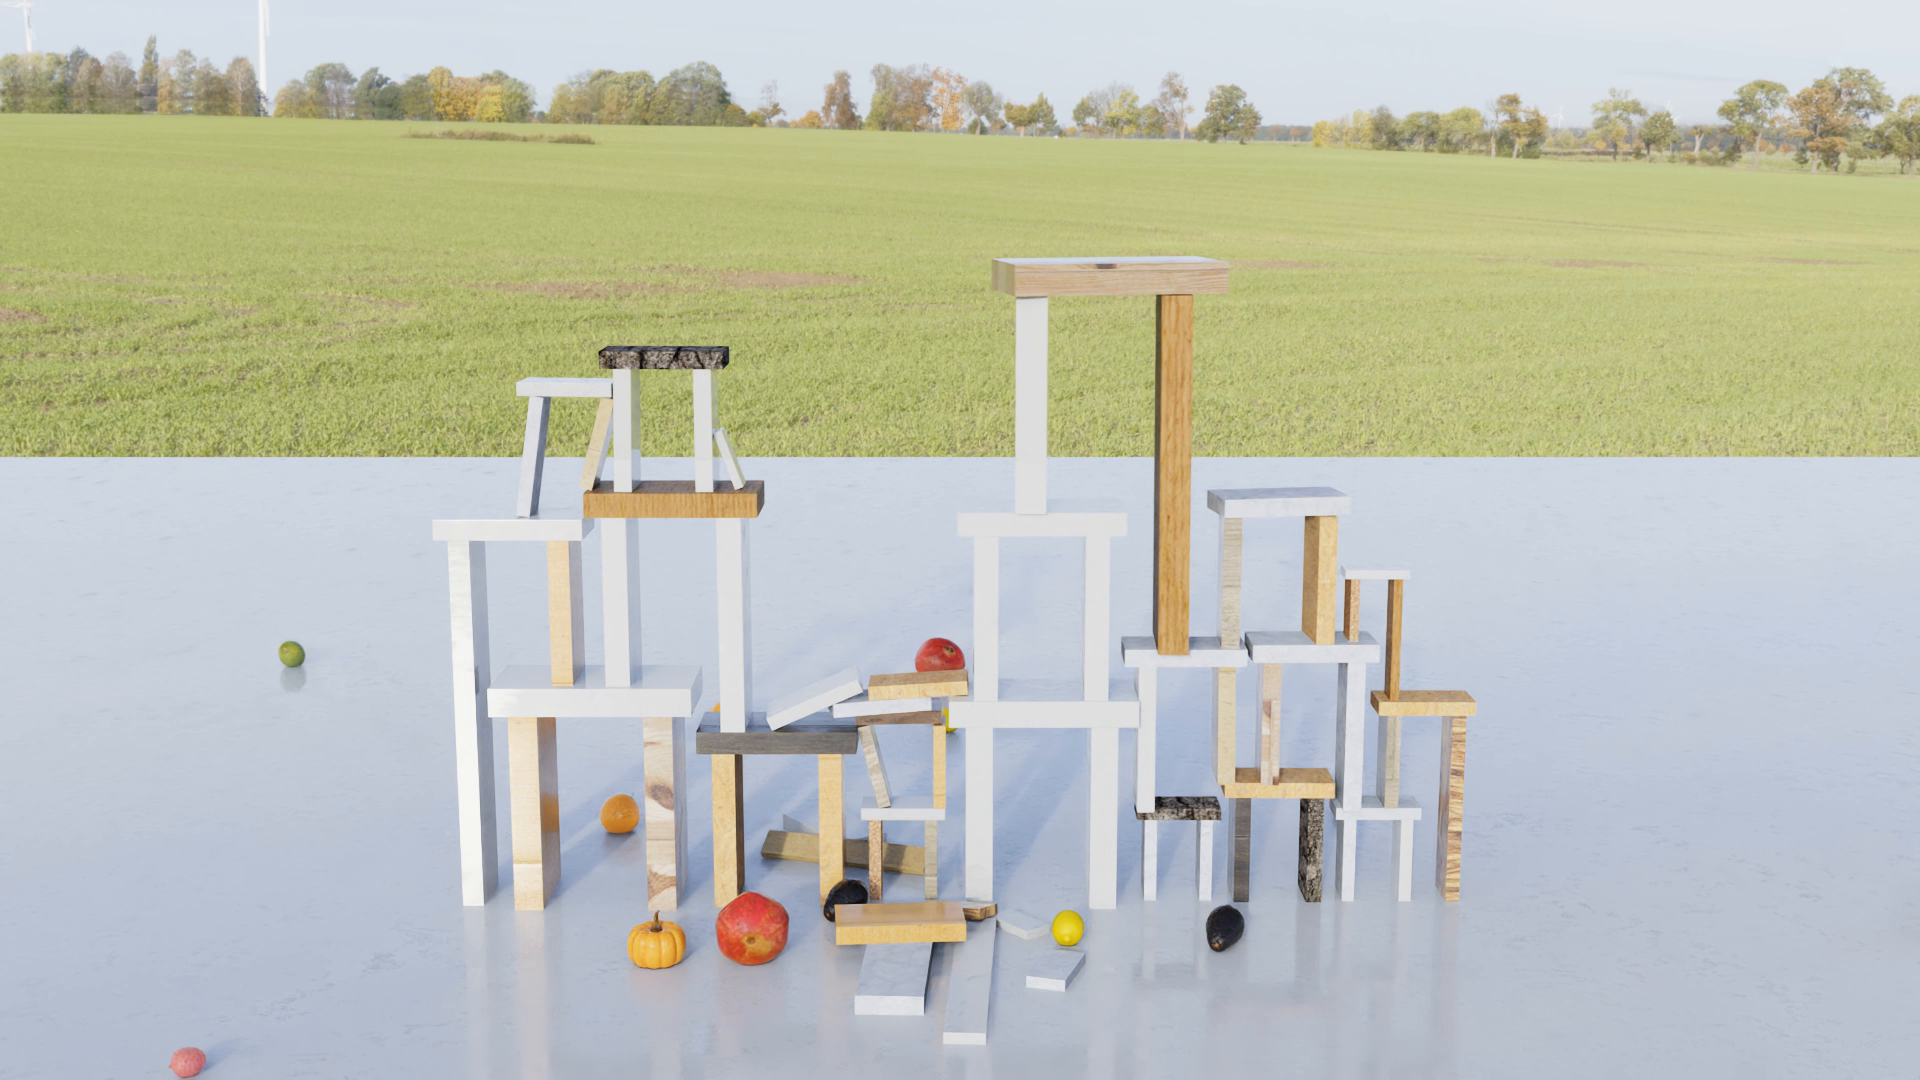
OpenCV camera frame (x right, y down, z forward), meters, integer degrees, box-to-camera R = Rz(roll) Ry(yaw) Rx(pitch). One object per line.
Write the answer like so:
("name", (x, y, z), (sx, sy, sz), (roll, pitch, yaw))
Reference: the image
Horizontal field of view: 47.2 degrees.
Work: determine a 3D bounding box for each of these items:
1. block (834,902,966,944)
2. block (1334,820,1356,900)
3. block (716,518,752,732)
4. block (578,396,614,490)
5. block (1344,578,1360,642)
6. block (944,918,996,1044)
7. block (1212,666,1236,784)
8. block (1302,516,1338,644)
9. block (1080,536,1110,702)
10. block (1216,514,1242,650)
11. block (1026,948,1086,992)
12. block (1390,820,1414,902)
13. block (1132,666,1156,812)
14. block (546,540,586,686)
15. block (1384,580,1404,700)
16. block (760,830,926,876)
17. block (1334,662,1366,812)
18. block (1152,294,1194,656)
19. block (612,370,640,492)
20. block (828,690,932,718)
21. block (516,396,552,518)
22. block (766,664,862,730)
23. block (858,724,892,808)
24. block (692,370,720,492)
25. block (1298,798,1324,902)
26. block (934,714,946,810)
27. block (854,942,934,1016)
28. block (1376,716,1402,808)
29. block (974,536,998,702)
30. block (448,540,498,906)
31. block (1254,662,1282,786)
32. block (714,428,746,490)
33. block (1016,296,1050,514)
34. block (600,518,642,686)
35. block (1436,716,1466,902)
("block", (-0.094, 0.594, 3.415), (0.199, 0.028, 0.099), (-1, 11, -5))
("block", (0.641, 0.521, 3.656), (0.020, 0.140, 0.070), (0, 11, 0))
("block", (-0.367, 0.125, 3.587), (0.039, 0.351, 0.138), (0, 11, 0))
("block", (-0.578, -0.160, 3.534), (0.021, 0.151, 0.076), (16, 10, -2))
("block", (0.638, 0.109, 3.580), (0.015, 0.103, 0.051), (0, 11, -2))
("block", (0.017, 0.653, 3.286), (0.059, 0.017, 0.458), (0, 11, 3))
("block", (0.433, 0.293, 3.611), (0.028, 0.197, 0.099), (-1, 11, 0))
("block", (0.584, 0.057, 3.574), (0.029, 0.208, 0.104), (-1, 11, -4))
("block", (0.220, 0.115, 3.578), (0.038, 0.269, 0.135), (0, 11, 0))
("block", (0.438, 0.060, 3.577), (0.029, 0.216, 0.104), (0, 11, 2))
("block", (0.145, 0.647, 3.314), (0.059, 0.017, 0.119), (3, 11, 18))
("block", (0.734, 0.522, 3.655), (0.020, 0.139, 0.070), (0, 11, 0))
("block", (0.303, 0.316, 3.615), (0.028, 0.244, 0.099), (0, 11, 0))
("block", (-0.641, 0.107, 3.581), (0.034, 0.238, 0.119), (0, 11, 0))
("block", (0.707, 0.158, 3.588), (0.015, 0.201, 0.051), (0, 11, 0))
("block", (-0.199, 0.542, 3.818), (0.303, 0.014, 0.048), (4, 48, 19))
("block", (0.641, 0.311, 3.617), (0.029, 0.250, 0.102), (0, 11, 1))
("block", (0.342, -0.113, 3.538), (0.049, 0.571, 0.172), (0, 11, 2))
("block", (-0.534, -0.181, 3.528), (0.028, 0.195, 0.098), (1, 11, 0))
("block", (-0.134, 0.265, 3.613), (0.161, 0.023, 0.081), (-4, 11, -11))
("block", (-0.685, -0.139, 3.538), (0.021, 0.194, 0.076), (8, 10, -2))
("block", (-0.237, 0.257, 3.593), (0.161, 0.023, 0.081), (-23, 14, 3))
("block", (-0.141, 0.365, 3.633), (0.020, 0.140, 0.070), (-14, 10, 2))
("block", (-0.406, -0.181, 3.528), (0.028, 0.195, 0.098), (0, 11, 0))
("block", (0.583, 0.501, 3.655), (0.025, 0.179, 0.090), (0, 11, 0))
("block", (-0.034, 0.366, 3.630), (0.020, 0.140, 0.070), (0, 11, 0))
("block", (-0.094, 0.637, 3.340), (0.099, 0.028, 0.361), (0, 11, 3))
("block", (0.707, 0.356, 3.627), (0.022, 0.157, 0.079), (0, 11, 0))
("block", (0.042, 0.115, 3.577), (0.038, 0.269, 0.135), (0, 11, 0))
("block", (-0.799, 0.290, 3.615), (0.034, 0.610, 0.119), (0, 11, 0))
("block", (0.505, 0.289, 3.608), (0.029, 0.204, 0.102), (0, 11, 2))
("block", (-0.370, -0.131, 3.533), (0.014, 0.096, 0.048), (-20, 10, 4))
("block", (0.116, -0.225, 3.522), (0.049, 0.344, 0.172), (1, 11, 3))
("block", (-0.550, 0.088, 3.580), (0.039, 0.275, 0.138), (0, 11, 0))
("block", (0.812, 0.434, 3.641), (0.022, 0.317, 0.079), (0, 11, 0))
